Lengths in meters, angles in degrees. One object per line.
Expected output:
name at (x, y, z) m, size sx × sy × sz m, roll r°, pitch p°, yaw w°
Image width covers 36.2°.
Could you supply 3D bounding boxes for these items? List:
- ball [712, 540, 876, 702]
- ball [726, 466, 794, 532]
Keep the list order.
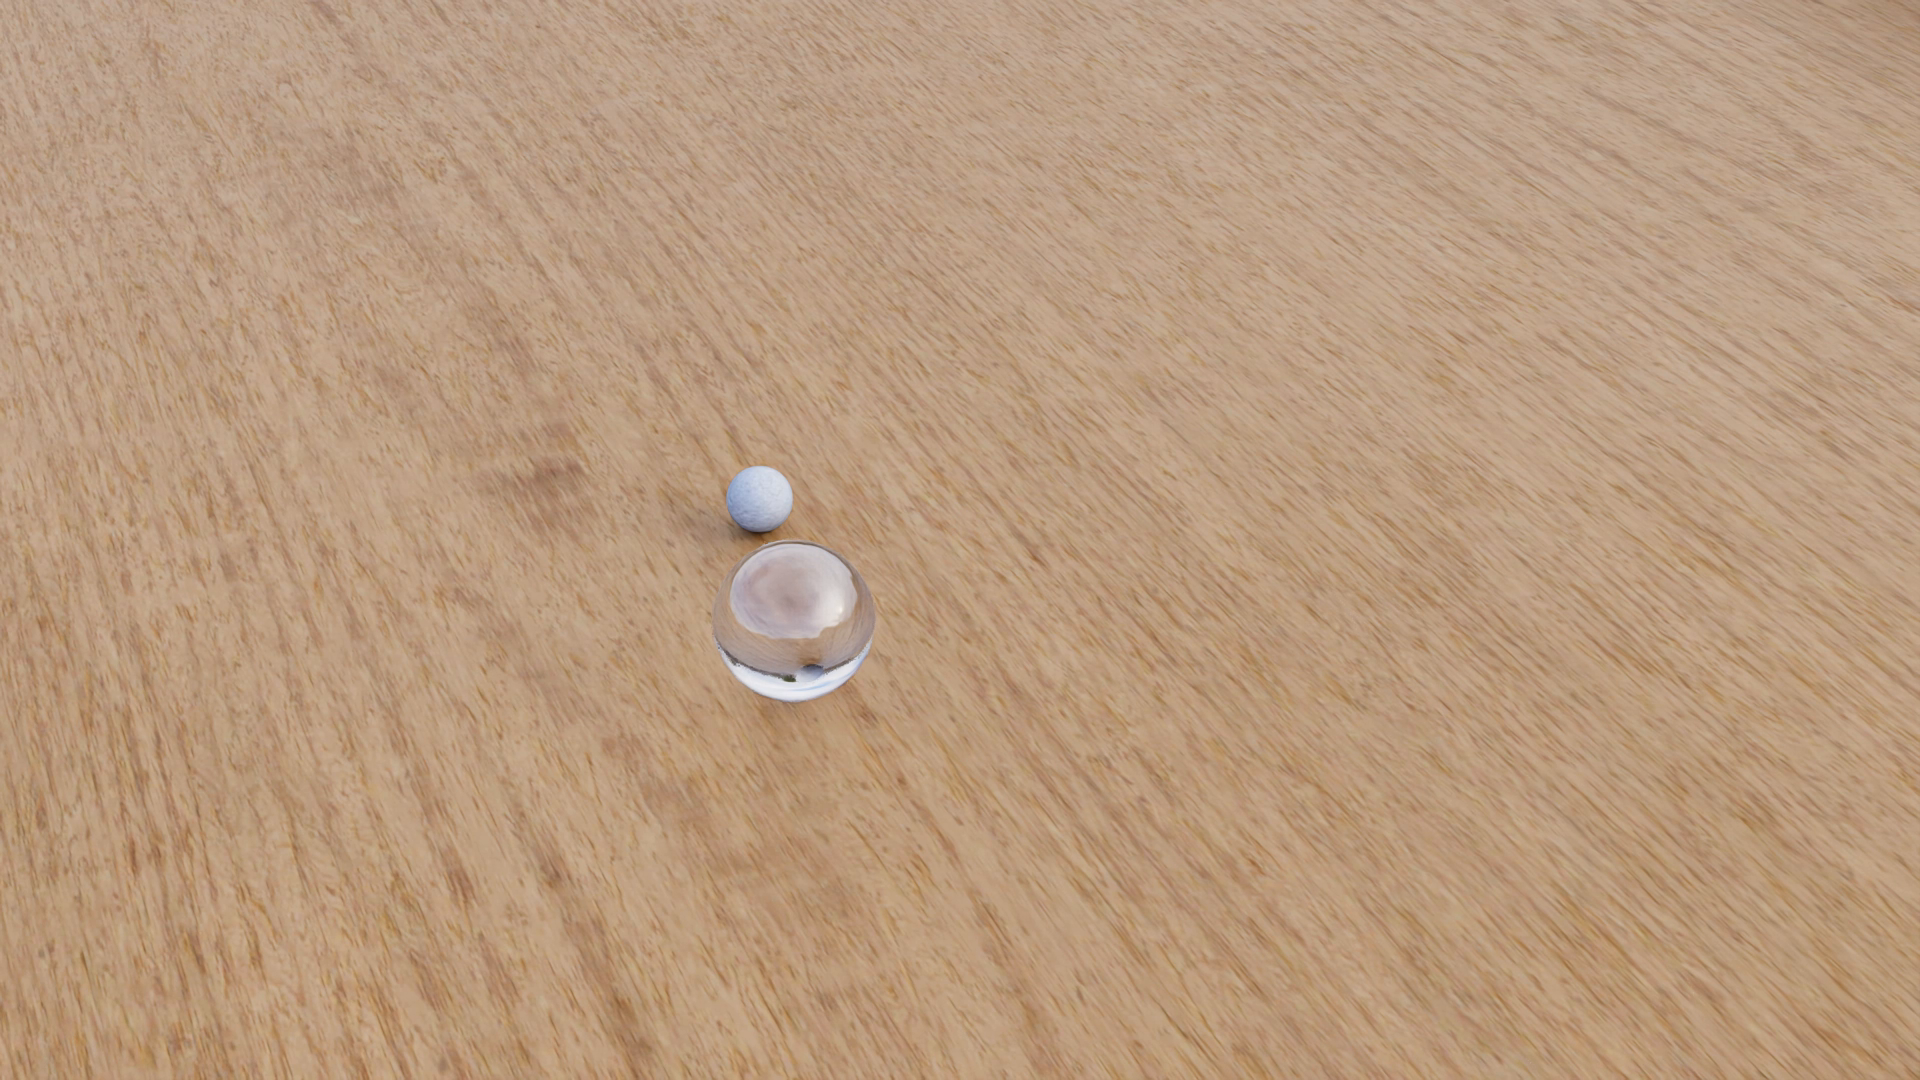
ball at (-0.091, 0.044, 1.609) m, size 0.089 × 0.089 × 0.089 m, roll 0°, pitch 31°, yaw 0°
ball at (-0.121, -0.025, 1.772) m, size 0.040 × 0.040 × 0.040 m, roll 0°, pitch 31°, yaw 0°
